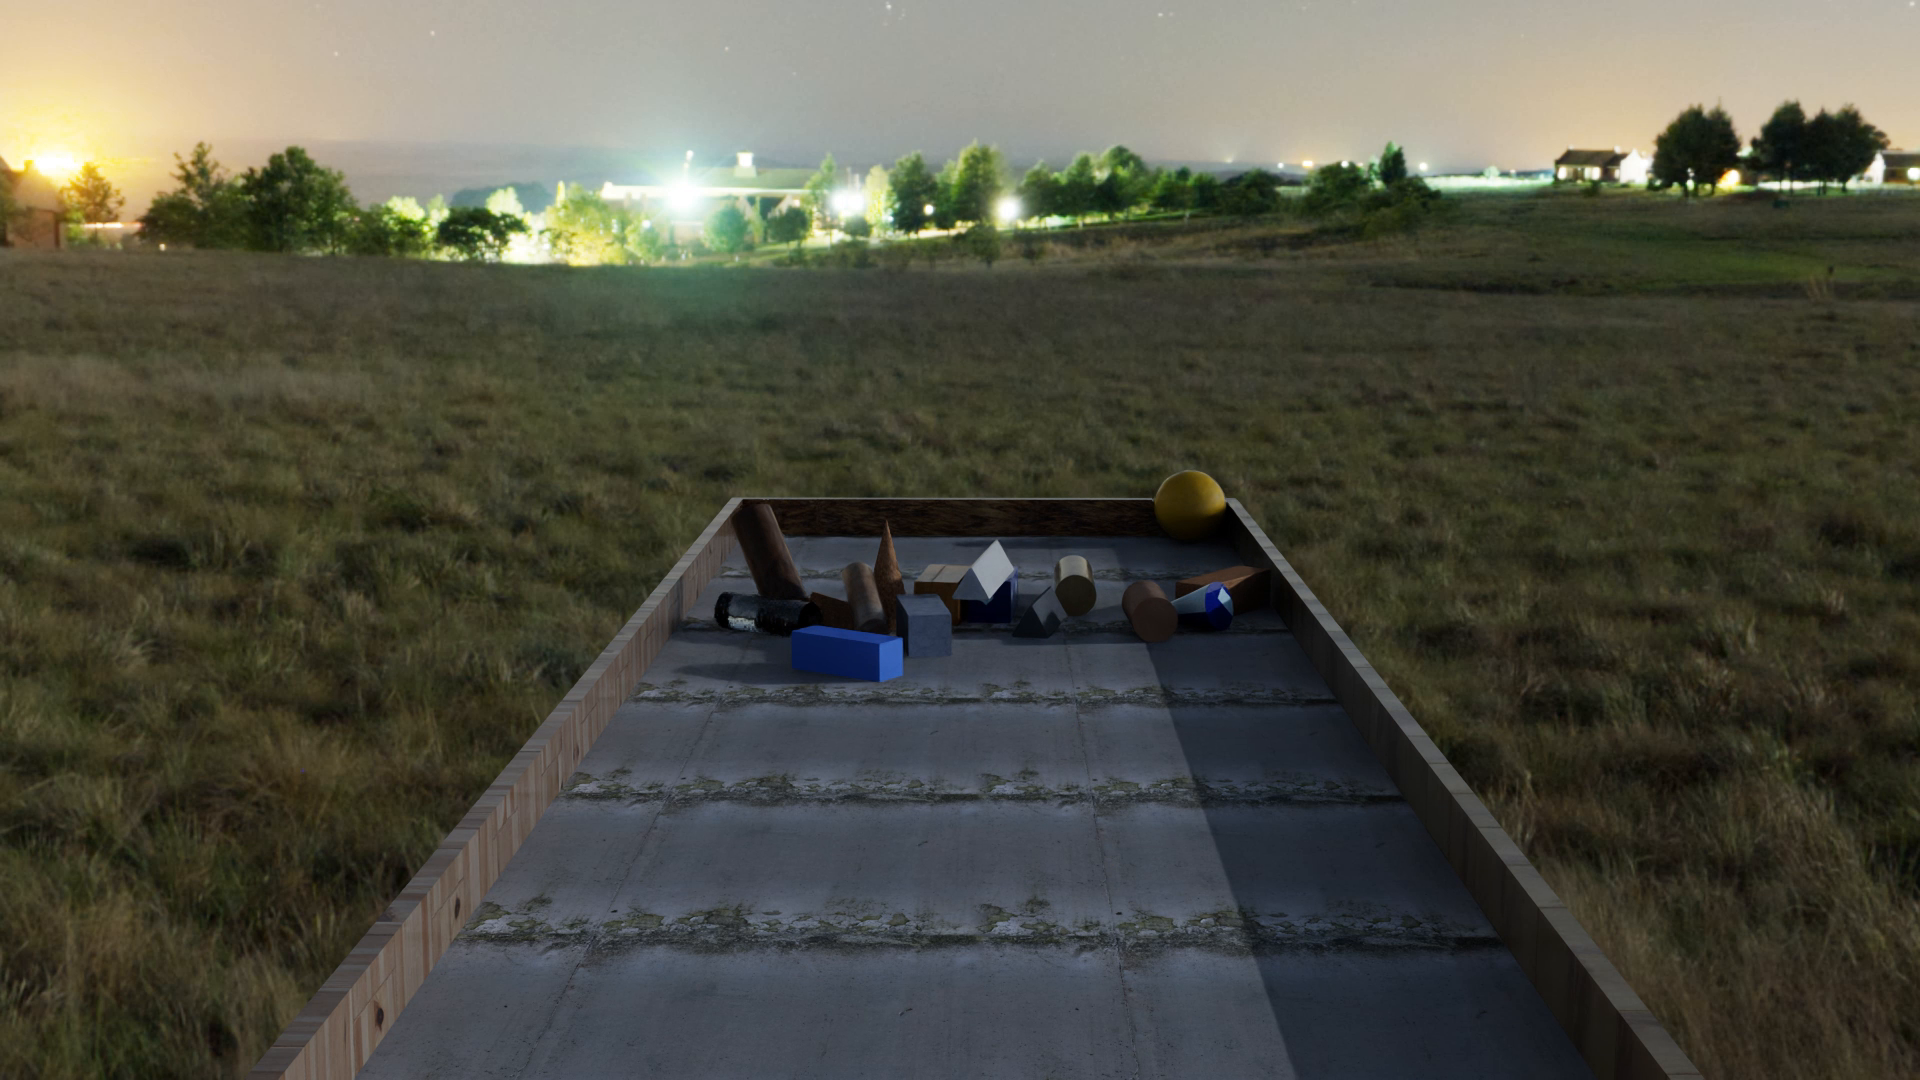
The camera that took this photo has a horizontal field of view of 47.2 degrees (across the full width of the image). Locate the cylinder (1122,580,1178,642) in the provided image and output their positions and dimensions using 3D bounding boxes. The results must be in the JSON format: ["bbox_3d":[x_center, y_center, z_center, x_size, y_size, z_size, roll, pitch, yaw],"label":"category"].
[{"bbox_3d":[0.612,0.229,7.099,0.146,0.146,0.309,0,9,-2],"label":"cylinder"}]

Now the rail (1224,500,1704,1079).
[{"bbox_3d":[1.046,0.843,3.208,0.050,0.150,12.000,0,9,1],"label":"rail"}]

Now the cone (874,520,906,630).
[{"bbox_3d":[-0.240,0.104,7.216,0.174,0.355,0.174,0,9,0],"label":"cone"}]

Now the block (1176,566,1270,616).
[{"bbox_3d":[0.894,0.183,7.453,0.127,0.127,0.411,7,11,37],"label":"block"}]

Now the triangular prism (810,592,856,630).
[{"bbox_3d":[-0.406,0.235,7.243,0.097,0.084,0.319,-6,11,-32],"label":"triangular prism"}]

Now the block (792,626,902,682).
[{"bbox_3d":[-0.336,0.336,6.528,0.330,0.114,0.114,6,11,35],"label":"block"}]

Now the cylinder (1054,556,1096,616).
[{"bbox_3d":[0.395,0.155,7.590,0.139,0.139,0.420,0,9,2],"label":"cylinder"}]

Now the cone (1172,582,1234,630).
[{"bbox_3d":[0.718,0.237,7.261,0.333,0.161,0.161,-10,0,40],"label":"cone"}]

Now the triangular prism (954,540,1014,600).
[{"bbox_3d":[0.078,0.093,7.198,0.119,0.103,0.416,3,13,12],"label":"triangular prism"}]

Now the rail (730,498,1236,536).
[{"bbox_3d":[0.099,-0.098,9.147,2.100,0.150,0.050,0,9,1],"label":"rail"}]

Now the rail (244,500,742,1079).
[{"bbox_3d":[-1.004,0.839,3.234,0.050,0.150,12.000,0,9,1],"label":"rail"}]

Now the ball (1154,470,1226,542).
[{"bbox_3d":[0.937,-0.139,8.957,0.291,0.291,0.291,0,9,0],"label":"ball"}]

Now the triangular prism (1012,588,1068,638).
[{"bbox_3d":[0.264,0.232,7.198,0.118,0.102,0.358,2,9,12],"label":"triangular prism"}]

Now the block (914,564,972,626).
[{"bbox_3d":[-0.054,0.183,7.390,0.145,0.145,0.344,1,9,8],"label":"block"}]

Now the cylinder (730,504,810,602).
[{"bbox_3d":[-0.632,0.075,7.319,0.144,0.375,0.144,-20,-23,-9],"label":"cylinder"}]

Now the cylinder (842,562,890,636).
[{"bbox_3d":[-0.302,0.205,7.015,0.101,0.101,0.383,-2,28,-11],"label":"cylinder"}]

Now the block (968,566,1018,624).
[{"bbox_3d":[0.114,0.181,7.418,0.140,0.140,0.302,1,9,6],"label":"block"}]

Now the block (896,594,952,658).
[{"bbox_3d":[-0.115,0.267,6.897,0.133,0.133,0.347,-1,9,-8],"label":"block"}]

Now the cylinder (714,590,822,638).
[{"bbox_3d":[-0.620,0.242,7.092,0.349,0.121,0.121,6,11,35],"label":"cylinder"}]
